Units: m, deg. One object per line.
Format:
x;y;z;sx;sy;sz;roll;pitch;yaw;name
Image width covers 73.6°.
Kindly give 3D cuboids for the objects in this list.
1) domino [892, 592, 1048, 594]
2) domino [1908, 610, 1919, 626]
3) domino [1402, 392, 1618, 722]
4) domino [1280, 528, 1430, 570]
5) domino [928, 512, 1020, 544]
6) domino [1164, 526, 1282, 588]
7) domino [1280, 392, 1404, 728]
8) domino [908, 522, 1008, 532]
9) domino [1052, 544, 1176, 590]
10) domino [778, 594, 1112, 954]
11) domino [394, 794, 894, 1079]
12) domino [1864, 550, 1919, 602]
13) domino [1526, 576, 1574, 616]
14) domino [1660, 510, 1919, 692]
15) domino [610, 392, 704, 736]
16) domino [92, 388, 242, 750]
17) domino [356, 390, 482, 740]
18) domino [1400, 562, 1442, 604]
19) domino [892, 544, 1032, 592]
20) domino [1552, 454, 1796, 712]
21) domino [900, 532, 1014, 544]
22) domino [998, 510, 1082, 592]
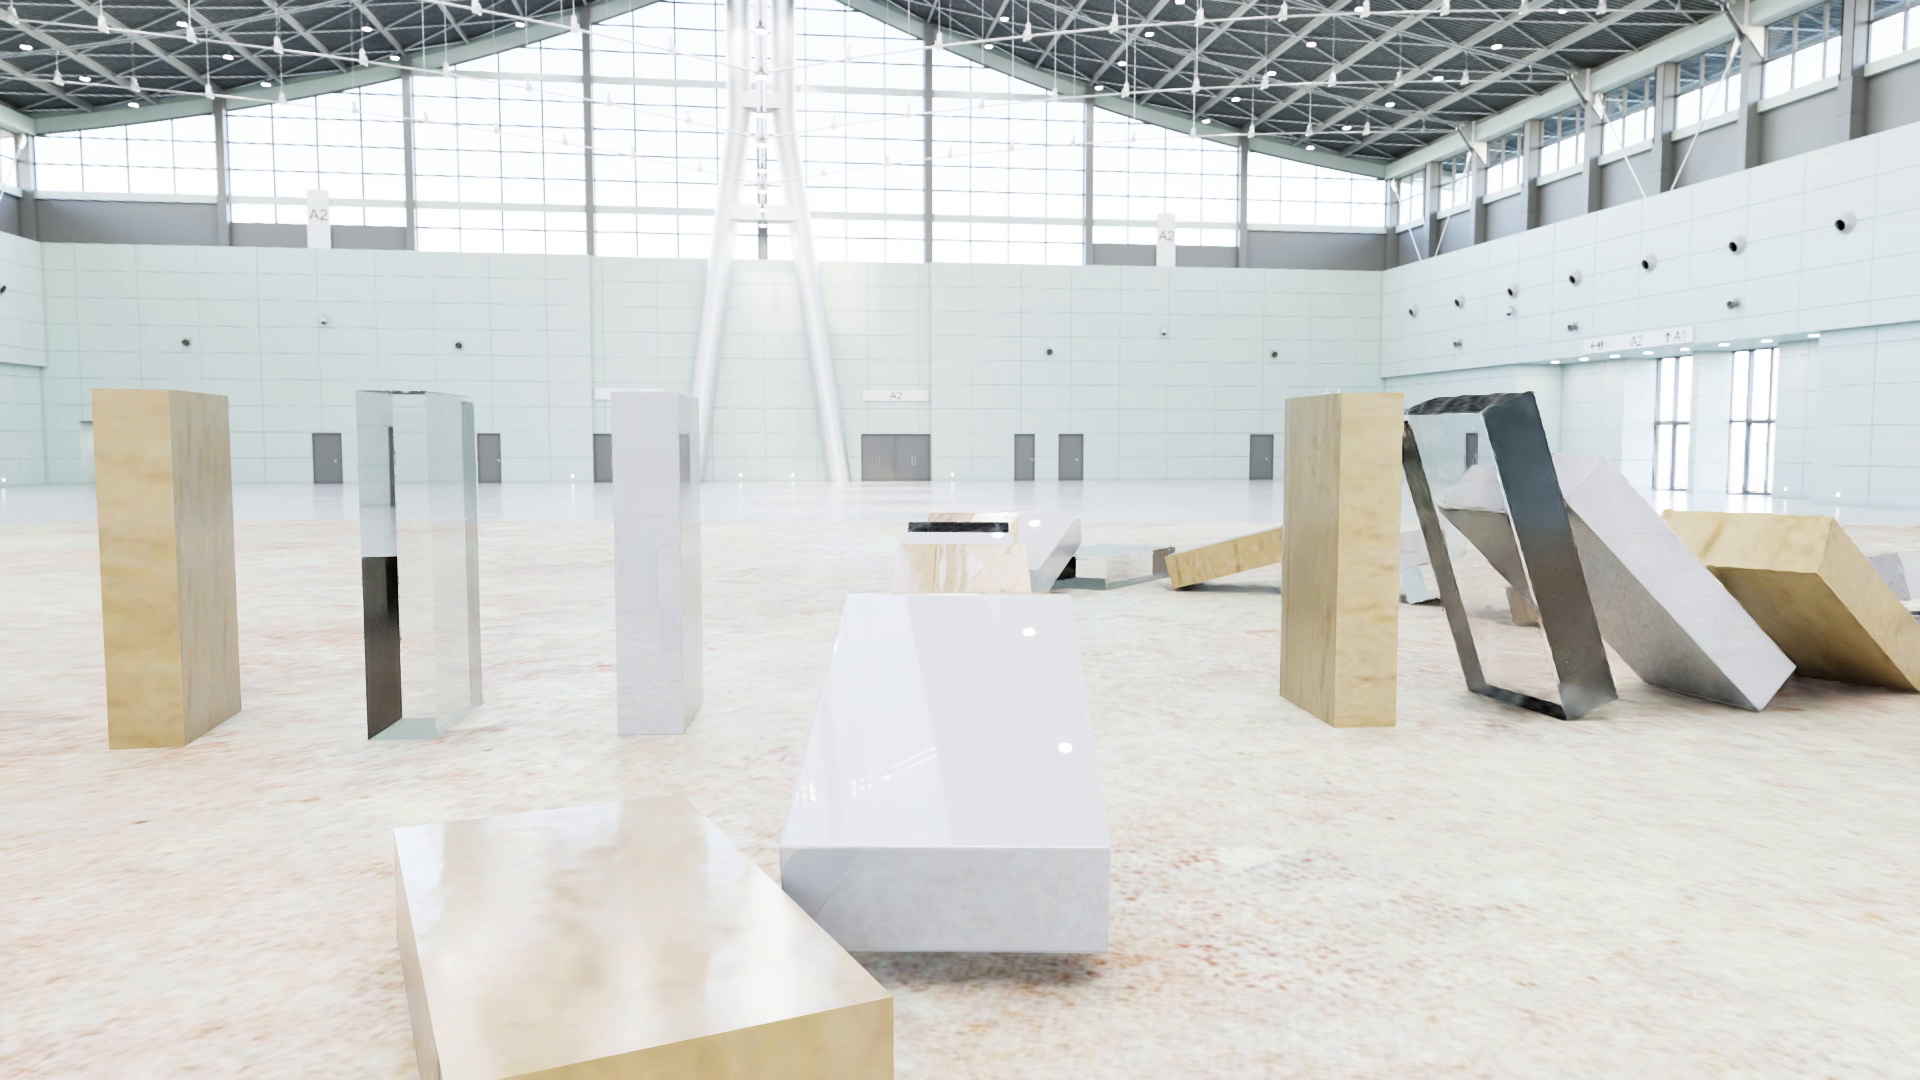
0.001;0.019;0.182;0.025;0.010;0.050;0;15;1;domino
0.182;0.020;0.232;0.025;0.009;0.050;-1;4;-13;domino
0.087;0.002;0.206;0.010;0.050;0.025;-21;8;-10;domino
0.118;0.004;0.358;0.050;0.010;0.025;-16;-5;29;domino
0.002;0.006;0.335;0.025;0.009;0.050;0;21;4;domino
0.087;0.003;0.376;0.050;0.009;0.025;-15;-2;16;domino
0.060;0.002;0.203;0.010;0.050;0.025;0;4;-5;domino
-0.001;0.009;0.300;0.025;0.010;0.050;0;20;2;domino
0.045;0.008;0.399;0.025;0.010;0.050;3;5;33;domino
-0.001;0.019;0.121;0.025;0.010;0.050;0;20;1;domino
-0.026;0.031;0.094;0.025;0.010;0.050;-2;5;-26;domino
0.181;0.011;0.274;0.025;0.009;0.050;-2;-10;-28;domino
0.166;0.008;0.306;0.025;0.009;0.050;-4;-11;-39;domino
0.141;0.011;0.217;0.050;0.009;0.025;30;-14;-33;domino
-0.046;0.003;0.198;0.009;0.050;0.025;0;4;-5;domino
-0.117;0.003;0.190;0.009;0.050;0.025;-1;4;-13;domino
-0.082;0.003;0.195;0.010;0.050;0.025;0;4;-6;domino
0.144;0.006;0.335;0.050;0.010;0.025;-18;-8;39;domino
0.000;0.014;0.231;0.025;0.010;0.050;0;20;1;domino
0.110;0.006;0.211;0.050;0.010;0.025;43;-5;-12;domino
-0.001;0.011;0.265;0.025;0.010;0.050;0;20;1;domino
0.017;0.004;0.369;0.025;0.010;0.050;1;19;18;domino
